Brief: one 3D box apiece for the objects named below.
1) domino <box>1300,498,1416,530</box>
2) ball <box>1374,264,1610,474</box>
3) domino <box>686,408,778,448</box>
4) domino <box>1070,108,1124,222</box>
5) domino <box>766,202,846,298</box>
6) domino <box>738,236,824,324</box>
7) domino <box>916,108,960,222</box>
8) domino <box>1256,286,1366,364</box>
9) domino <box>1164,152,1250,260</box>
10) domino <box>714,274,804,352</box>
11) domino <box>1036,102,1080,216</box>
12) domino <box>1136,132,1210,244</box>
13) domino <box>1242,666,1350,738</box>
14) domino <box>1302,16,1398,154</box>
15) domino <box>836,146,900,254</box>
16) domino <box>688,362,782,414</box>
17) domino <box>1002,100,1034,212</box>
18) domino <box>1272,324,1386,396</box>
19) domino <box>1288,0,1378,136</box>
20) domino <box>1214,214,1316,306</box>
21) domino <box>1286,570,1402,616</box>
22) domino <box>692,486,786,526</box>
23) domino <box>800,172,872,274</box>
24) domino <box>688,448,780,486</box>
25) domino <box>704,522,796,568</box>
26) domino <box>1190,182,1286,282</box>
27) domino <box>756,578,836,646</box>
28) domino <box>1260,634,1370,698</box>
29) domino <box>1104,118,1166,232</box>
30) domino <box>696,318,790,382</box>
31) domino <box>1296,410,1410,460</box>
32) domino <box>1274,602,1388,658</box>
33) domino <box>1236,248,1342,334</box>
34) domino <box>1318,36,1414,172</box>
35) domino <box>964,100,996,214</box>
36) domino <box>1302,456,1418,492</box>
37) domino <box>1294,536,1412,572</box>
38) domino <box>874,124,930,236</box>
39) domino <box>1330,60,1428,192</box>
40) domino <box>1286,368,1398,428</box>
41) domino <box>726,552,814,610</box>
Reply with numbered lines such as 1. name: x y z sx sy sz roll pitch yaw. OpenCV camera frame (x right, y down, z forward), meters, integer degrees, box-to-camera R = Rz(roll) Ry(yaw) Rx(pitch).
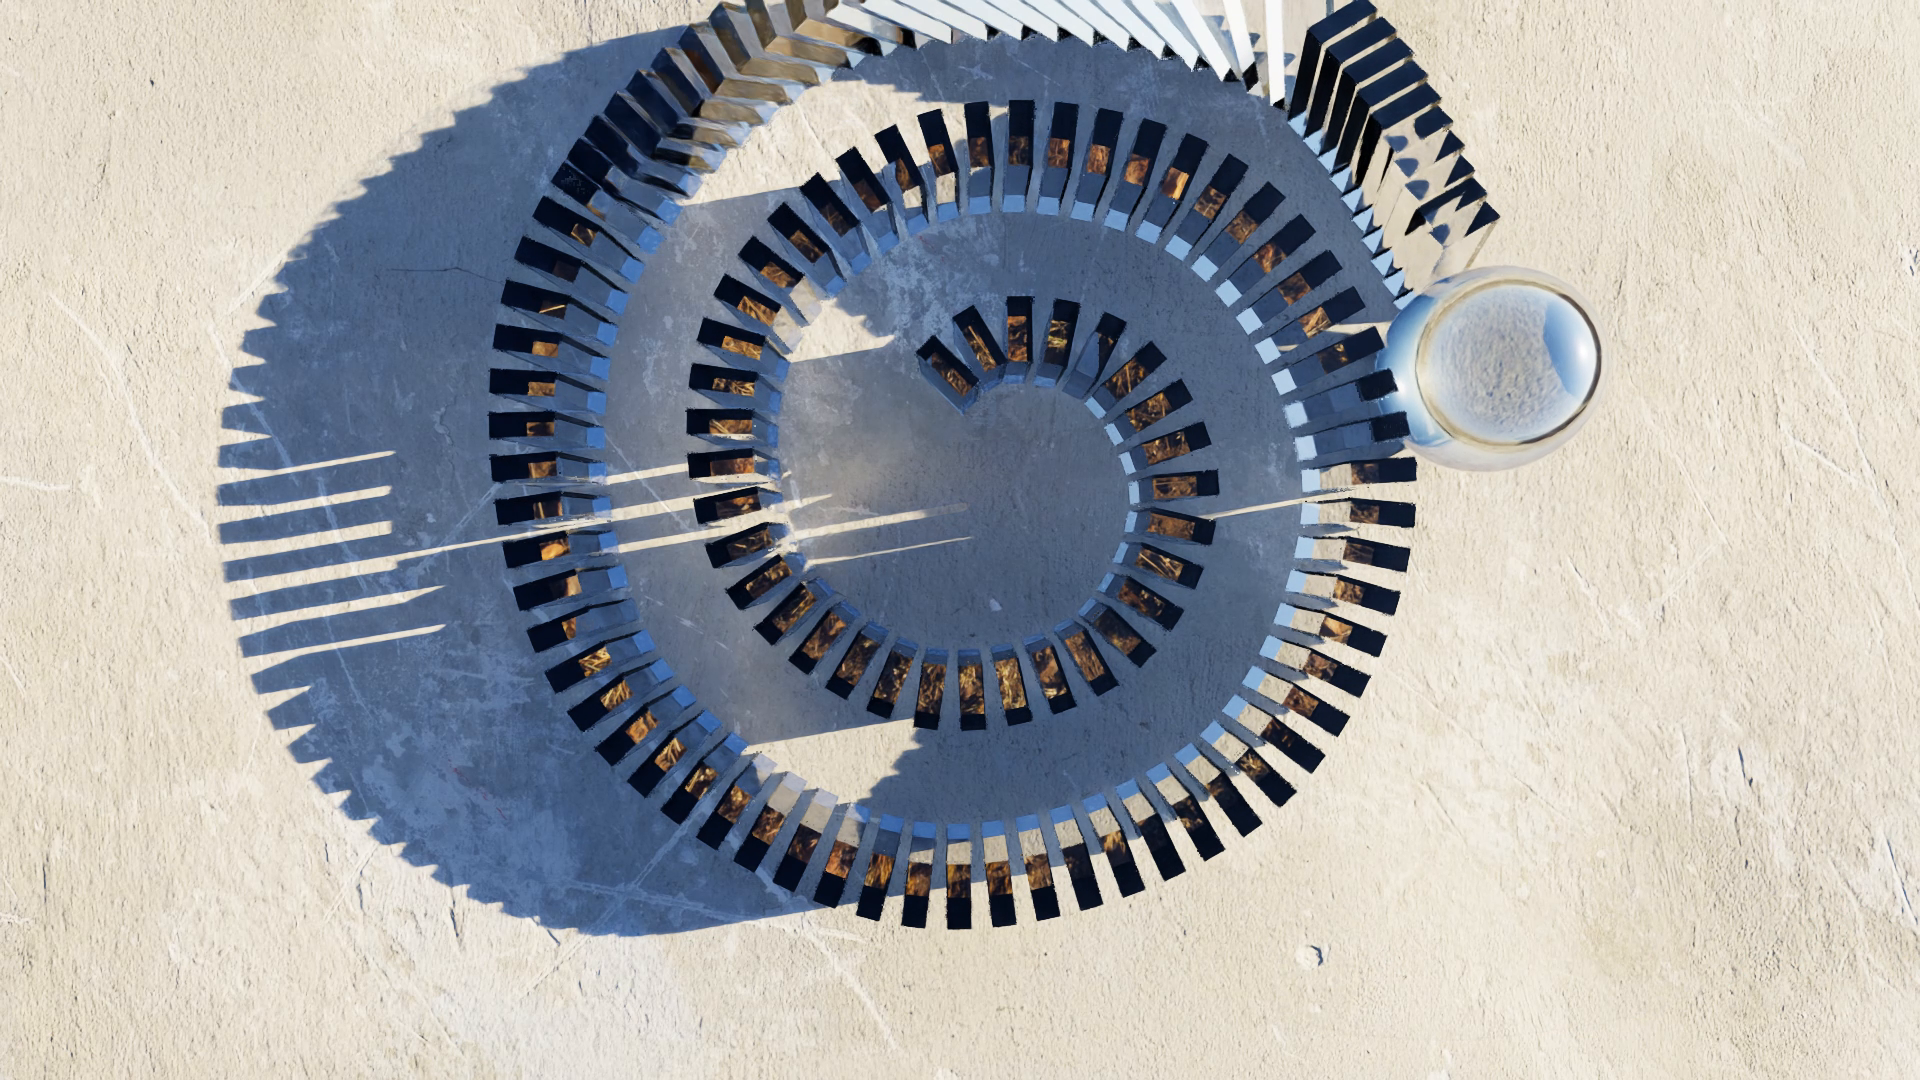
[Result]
1. domino: 0.162 -0.010 0.375 0.025 0.050 0.009 5 90 0
2. ball: 0.206 -0.066 0.360 0.080 0.080 0.080 0 90 0
3. domino: -0.092 -0.045 0.375 0.025 0.050 0.010 1 90 0
4. domino: 0.055 -0.152 0.375 0.009 0.050 0.025 12 90 0
5. domino: -0.062 -0.117 0.375 0.025 0.050 0.009 44 90 0
6. domino: -0.072 -0.105 0.375 0.025 0.050 0.010 38 90 0
7. domino: -0.008 -0.152 0.375 0.009 0.050 0.025 -17 90 0
8. domino: 0.142 -0.087 0.375 0.025 0.050 0.009 -30 90 0
9. domino: 0.100 -0.135 0.375 0.010 0.050 0.025 33 90 0
10. domino: -0.081 -0.092 0.375 0.025 0.050 0.010 29 90 0
11. domino: 0.039 -0.155 0.375 0.009 0.050 0.025 6 90 0
12. domino: 0.086 -0.142 0.375 0.009 0.050 0.025 24 90 0
13. domino: 0.136 0.065 0.375 0.025 0.050 0.010 31 90 0
14. domino: 0.158 -0.184 0.375 0.025 0.050 0.010 -30 70 0
15. domino: -0.037 -0.138 0.375 0.009 0.050 0.025 -34 90 0
16. domino: -0.091 -0.061 0.375 0.025 0.050 0.010 8 90 0
17. domino: 0.023 -0.156 0.375 0.009 0.050 0.025 1 90 0
18. domino: 0.149 -0.073 0.375 0.025 0.050 0.009 -25 90 0
19. domino: 0.151 -0.192 0.375 0.025 0.050 0.009 -31 70 0
20. domino: 0.124 -0.113 0.375 0.025 0.050 0.009 -40 90 0
21. domino: 0.155 0.021 0.375 0.025 0.050 0.009 16 90 0
22. domino: -0.089 -0.013 0.375 0.025 0.050 0.009 -12 90 0
23. domino: -0.050 -0.128 0.375 0.010 0.050 0.025 -40 90 0
24. domino: -0.091 -0.029 0.375 0.025 0.050 0.010 -5 90 0
25. domino: -0.084 0.002 0.375 0.025 0.050 0.010 -22 90 0
26. domino: 0.113 -0.125 0.375 0.009 0.050 0.025 43 90 0
27. domino: -0.066 0.028 0.375 0.025 0.050 0.010 -45 90 0
28. domino: 0.144 0.051 0.375 0.025 0.050 0.010 26 90 0
29. domino: 0.071 -0.148 0.375 0.010 0.050 0.025 17 90 0
30. domino: -0.087 -0.077 0.375 0.025 0.050 0.009 17 90 0
31. domino: 0.159 -0.042 0.375 0.025 0.050 0.010 -12 90 1
32. domino: 0.150 0.036 0.375 0.025 0.050 0.010 21 90 0
33. domino: 0.133 -0.101 0.375 0.025 0.050 0.009 -35 90 0
34. domino: 0.165 -0.176 0.375 0.025 0.050 0.009 -29 70 0
35. domino: 0.007 -0.155 0.375 0.010 0.050 0.025 -6 90 0
36. domino: 0.162 -0.026 0.375 0.025 0.050 0.010 -3 90 0
37. domino: 0.159 0.005 0.375 0.025 0.050 0.010 11 90 0
38. domino: -0.023 -0.146 0.375 0.010 0.050 0.025 -27 90 0
39. domino: 0.170 -0.168 0.375 0.025 0.050 0.010 -29 70 0
40. domino: 0.155 -0.058 0.375 0.025 0.050 0.009 -19 90 2
41. domino: -0.077 0.016 0.375 0.025 0.050 0.009 -35 90 0
